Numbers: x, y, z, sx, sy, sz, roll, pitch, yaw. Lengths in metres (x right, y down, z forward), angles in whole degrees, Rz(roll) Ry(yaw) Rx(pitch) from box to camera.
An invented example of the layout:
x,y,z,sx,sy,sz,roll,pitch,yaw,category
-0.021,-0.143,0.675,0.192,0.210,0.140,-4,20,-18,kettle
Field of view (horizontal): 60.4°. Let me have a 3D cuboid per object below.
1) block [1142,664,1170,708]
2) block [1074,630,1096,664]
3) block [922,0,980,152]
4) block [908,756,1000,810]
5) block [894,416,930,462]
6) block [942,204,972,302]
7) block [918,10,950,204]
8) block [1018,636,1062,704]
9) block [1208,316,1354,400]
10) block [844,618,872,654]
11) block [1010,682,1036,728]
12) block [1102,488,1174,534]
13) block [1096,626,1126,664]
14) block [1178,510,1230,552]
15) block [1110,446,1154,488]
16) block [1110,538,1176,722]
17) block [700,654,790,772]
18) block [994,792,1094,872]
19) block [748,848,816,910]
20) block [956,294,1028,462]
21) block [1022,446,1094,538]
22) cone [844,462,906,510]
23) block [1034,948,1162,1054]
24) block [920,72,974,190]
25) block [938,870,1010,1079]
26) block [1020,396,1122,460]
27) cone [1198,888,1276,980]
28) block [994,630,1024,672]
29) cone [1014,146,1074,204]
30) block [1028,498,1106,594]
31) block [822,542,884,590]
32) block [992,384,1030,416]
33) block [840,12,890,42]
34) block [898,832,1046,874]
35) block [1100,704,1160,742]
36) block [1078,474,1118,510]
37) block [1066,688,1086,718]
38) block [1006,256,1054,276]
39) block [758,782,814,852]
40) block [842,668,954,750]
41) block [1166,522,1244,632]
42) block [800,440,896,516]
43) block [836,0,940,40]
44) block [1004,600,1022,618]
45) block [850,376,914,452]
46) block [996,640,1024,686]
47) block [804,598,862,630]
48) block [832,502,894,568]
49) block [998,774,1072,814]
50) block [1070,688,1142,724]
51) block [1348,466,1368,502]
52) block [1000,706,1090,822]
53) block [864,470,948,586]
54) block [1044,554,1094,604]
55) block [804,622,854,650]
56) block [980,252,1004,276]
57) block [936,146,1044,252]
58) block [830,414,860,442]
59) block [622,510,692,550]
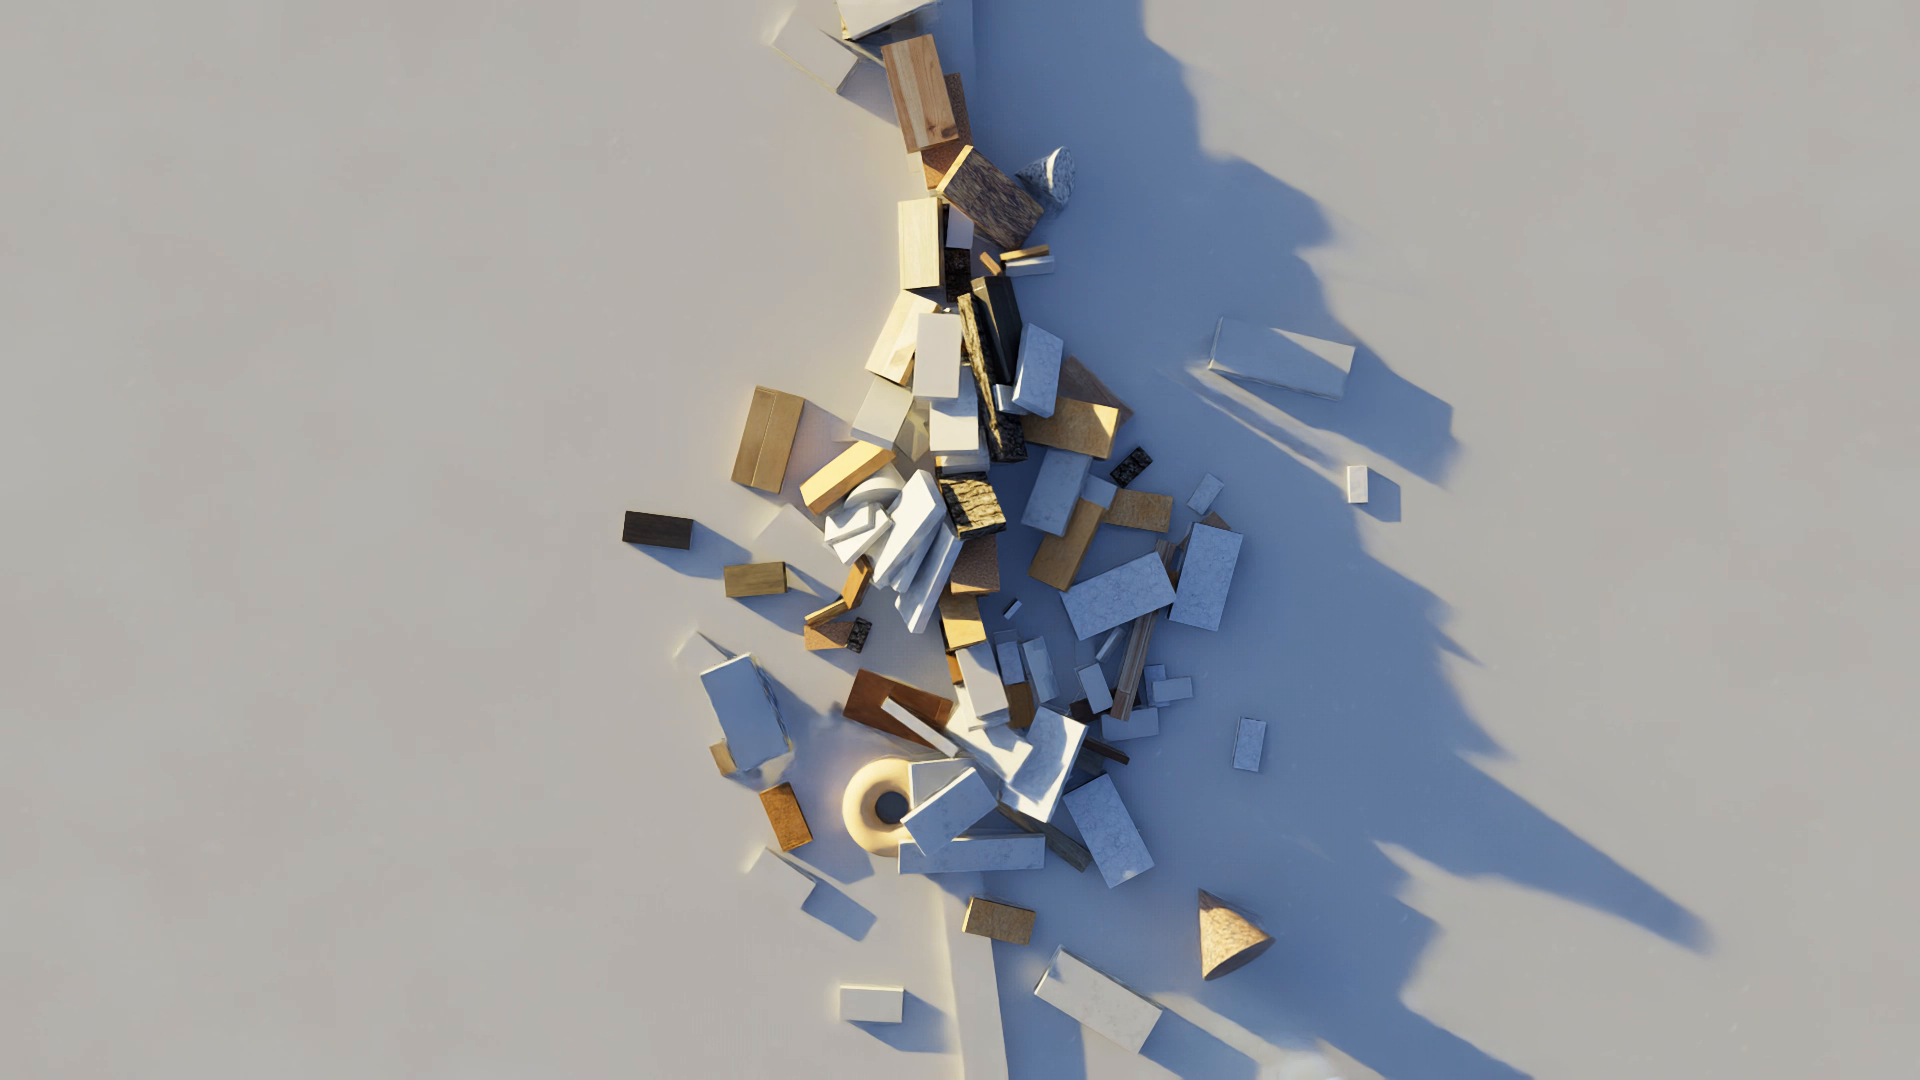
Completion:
x,y,z,sx,sy,sz,roll,pitch,yaw,category
0.653,0.486,5.490,0.070,0.020,0.140,-7,90,0,block
0.416,0.347,5.490,0.068,0.019,0.135,0,90,0,block
-0.042,-1.728,5.439,0.166,0.047,1.065,-3,90,0,block
-0.020,0.792,5.411,0.290,0.041,0.145,-4,90,-16,block
-0.186,-0.352,5.472,0.090,0.026,0.180,-45,96,-7,block
-0.010,-0.954,5.467,0.085,0.024,0.320,-3,97,0,block
-0.088,-1.941,5.481,0.132,0.037,1.720,-4,90,0,block
0.263,0.431,5.460,0.095,0.027,0.204,-17,90,-39,block
1.068,-0.603,5.475,0.449,0.049,0.174,13,90,0,block
-0.337,0.316,5.474,0.054,0.015,0.108,26,79,-20,block
0.208,0.547,5.460,0.072,0.020,0.144,-8,90,0,block
0.579,-0.102,5.483,0.242,0.034,0.121,9,90,0,block
0.501,0.348,5.468,0.018,0.063,0.127,34,90,27,block
0.813,-0.010,5.488,0.167,0.024,0.083,-45,90,0,block
0.571,-0.242,5.490,0.135,0.019,0.068,-43,90,0,block
0.605,0.297,5.454,0.063,0.018,0.611,16,85,1,block
-0.709,0.569,5.447,0.174,0.049,0.348,-23,96,-3,block
0.273,0.968,5.490,0.382,0.020,0.070,36,90,0,block
-0.593,1.126,5.485,0.210,0.030,0.105,35,90,0,block
0.107,-0.526,5.388,0.050,0.176,0.549,-14,85,28,block
0.321,-0.166,5.445,0.144,0.041,0.287,19,86,20,block
-0.270,-0.220,5.445,0.247,0.247,0.247,-6,63,0,cone
0.460,1.531,5.476,0.391,0.048,0.170,31,90,0,block
-0.053,-1.336,5.391,0.174,0.049,0.347,-11,90,0,block
0.077,1.693,5.479,0.145,0.041,1.206,-7,90,0,block
0.351,-0.381,5.417,0.329,0.047,0.164,14,93,20,block
0.854,1.264,5.439,0.270,0.270,0.270,-29,63,0,cone
0.164,0.378,5.459,0.076,0.021,0.151,-10,75,0,block
0.259,-1.210,5.459,0.183,0.183,0.183,8,90,27,cone
0.352,0.008,5.443,0.144,0.041,0.305,24,86,24,block
-0.323,0.043,5.452,0.242,0.034,0.121,37,62,-2,block
0.168,-0.456,5.371,0.024,0.168,0.084,-15,80,34,block
-0.324,-1.831,5.431,0.166,0.047,0.332,-6,90,37,block
0.039,1.033,5.433,0.483,0.032,0.113,-1,107,-8,block
0.561,0.609,5.466,0.189,0.027,0.095,-7,103,-6,block
0.429,-0.173,5.464,0.171,0.024,0.084,25,94,15,block
0.356,0.652,5.490,0.072,0.020,0.396,30,90,0,block
0.231,-0.906,5.458,0.161,0.081,0.023,-6,75,0,block
-0.578,0.921,5.485,0.105,0.030,0.210,-23,90,0,block
-0.206,0.560,5.476,0.332,0.047,0.166,20,90,0,block
0.810,0.120,5.458,0.166,0.047,0.332,14,95,-4,block
-0.370,-0.226,5.404,0.329,0.164,0.047,-36,119,5,block
-0.235,-1.751,5.340,0.310,0.040,0.143,-23,88,5,block
0.172,0.227,5.431,0.020,0.138,0.069,42,90,0,block
-0.248,-0.416,5.383,0.143,0.285,0.040,20,134,1,block
0.166,0.406,5.430,0.069,0.020,0.138,-12,75,0,block
-0.419,0.234,5.462,0.189,0.054,0.015,-27,47,-8,block
-0.315,-0.020,5.346,0.207,0.104,0.029,-45,134,11,block
0.247,0.795,5.451,0.226,0.032,0.113,-33,84,5,block
0.482,0.544,5.472,0.230,0.021,0.076,-18,97,-6,block
1.325,-0.185,5.491,0.061,0.017,0.121,-2,90,0,block
0.277,0.731,5.387,0.170,0.048,0.339,23,91,23,block
-0.184,-0.039,5.298,0.050,0.176,0.351,16,124,-37,block
0.365,0.124,5.491,0.061,0.017,0.188,40,90,0,block
-0.433,0.319,5.488,0.167,0.024,0.083,-4,90,0,block
0.105,-0.903,5.419,0.023,0.161,0.081,-41,90,6,block
0.101,-1.110,5.384,0.347,0.049,0.174,34,90,-34,block
-0.339,-0.374,5.487,0.180,0.025,0.090,-2,90,0,block
-1.006,-0.033,5.485,0.220,0.029,0.104,7,90,0,block
